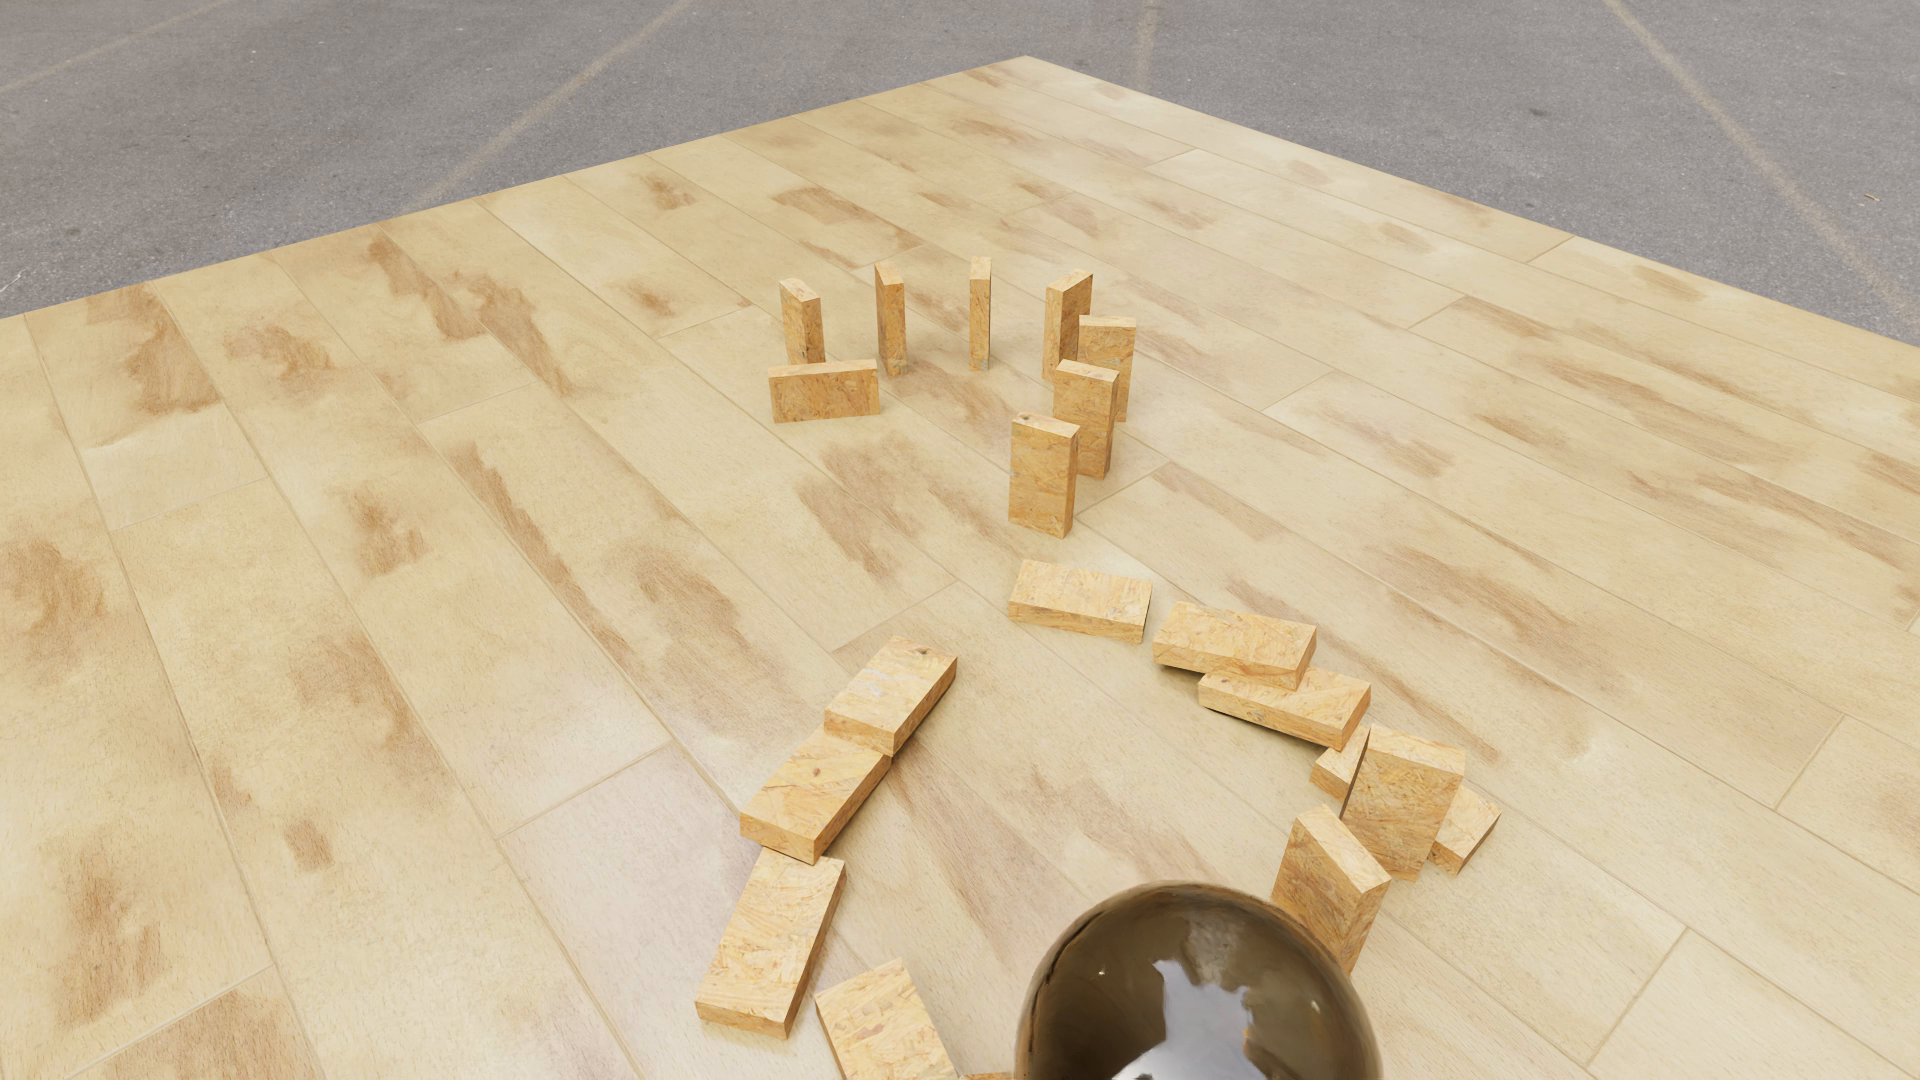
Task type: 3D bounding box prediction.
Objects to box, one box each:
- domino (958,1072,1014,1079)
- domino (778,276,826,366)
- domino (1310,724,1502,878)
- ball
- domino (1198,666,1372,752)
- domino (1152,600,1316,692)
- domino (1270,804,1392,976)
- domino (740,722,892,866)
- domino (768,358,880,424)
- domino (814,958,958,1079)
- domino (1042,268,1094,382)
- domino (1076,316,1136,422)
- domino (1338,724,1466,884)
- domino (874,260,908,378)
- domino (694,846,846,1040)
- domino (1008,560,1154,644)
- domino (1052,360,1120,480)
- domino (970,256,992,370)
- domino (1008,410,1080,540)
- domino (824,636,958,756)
[{"bbox_3d":[0.018,0.148,0.252,0.025,0.009,0.050,23,20,-43],"label":"domino"},{"bbox_3d":[-0.075,-0.098,0.532,0.009,0.050,0.025,-21,44,-24],"label":"domino"},{"bbox_3d":[0.139,0.080,0.346,0.025,0.010,0.050,-31,49,-33],"label":"domino"},{"bbox_3d":[0.052,0.117,0.245,0.080,0.080,0.080,0,39,0],"label":"ball"},{"bbox_3d":[0.109,0.052,0.372,0.050,0.010,0.025,15,40,36],"label":"domino"},{"bbox_3d":[0.095,0.036,0.383,0.050,0.009,0.025,10,37,30],"label":"domino"},{"bbox_3d":[0.097,0.097,0.293,0.010,0.050,0.025,-17,42,-19],"label":"domino"},{"bbox_3d":[-0.044,0.077,0.342,0.025,0.010,0.050,16,30,18],"label":"domino"},{"bbox_3d":[-0.064,-0.070,0.517,0.050,0.025,0.009,-6,40,-7],"label":"domino"},{"bbox_3d":[-0.016,0.134,0.279,0.025,0.010,0.050,-17,42,-20],"label":"domino"},{"bbox_3d":[0.052,-0.104,0.539,0.009,0.050,0.025,28,47,29],"label":"domino"},{"bbox_3d":[0.066,-0.078,0.507,0.025,0.050,0.009,3,39,3],"label":"domino"},{"bbox_3d":[0.125,0.077,0.318,0.025,0.050,0.010,15,42,18],"label":"domino"},{"bbox_3d":[-0.034,-0.109,0.545,0.010,0.050,0.025,-9,40,-11],"label":"domino"},{"bbox_3d":[-0.052,0.111,0.308,0.025,0.010,0.050,9,40,11],"label":"domino"},{"bbox_3d":[0.046,0.023,0.415,0.050,0.010,0.025,10,40,12],"label":"domino"},{"bbox_3d":[0.053,-0.051,0.474,0.025,0.050,0.009,16,42,18],"label":"domino"},{"bbox_3d":[0.010,-0.113,0.549,0.009,0.050,0.025,2,39,2],"label":"domino"},{"bbox_3d":[0.033,-0.026,0.443,0.025,0.050,0.009,19,43,21],"label":"domino"},{"bbox_3d":[-0.023,0.052,0.372,0.025,0.009,0.050,16,30,18],"label":"domino"}]
